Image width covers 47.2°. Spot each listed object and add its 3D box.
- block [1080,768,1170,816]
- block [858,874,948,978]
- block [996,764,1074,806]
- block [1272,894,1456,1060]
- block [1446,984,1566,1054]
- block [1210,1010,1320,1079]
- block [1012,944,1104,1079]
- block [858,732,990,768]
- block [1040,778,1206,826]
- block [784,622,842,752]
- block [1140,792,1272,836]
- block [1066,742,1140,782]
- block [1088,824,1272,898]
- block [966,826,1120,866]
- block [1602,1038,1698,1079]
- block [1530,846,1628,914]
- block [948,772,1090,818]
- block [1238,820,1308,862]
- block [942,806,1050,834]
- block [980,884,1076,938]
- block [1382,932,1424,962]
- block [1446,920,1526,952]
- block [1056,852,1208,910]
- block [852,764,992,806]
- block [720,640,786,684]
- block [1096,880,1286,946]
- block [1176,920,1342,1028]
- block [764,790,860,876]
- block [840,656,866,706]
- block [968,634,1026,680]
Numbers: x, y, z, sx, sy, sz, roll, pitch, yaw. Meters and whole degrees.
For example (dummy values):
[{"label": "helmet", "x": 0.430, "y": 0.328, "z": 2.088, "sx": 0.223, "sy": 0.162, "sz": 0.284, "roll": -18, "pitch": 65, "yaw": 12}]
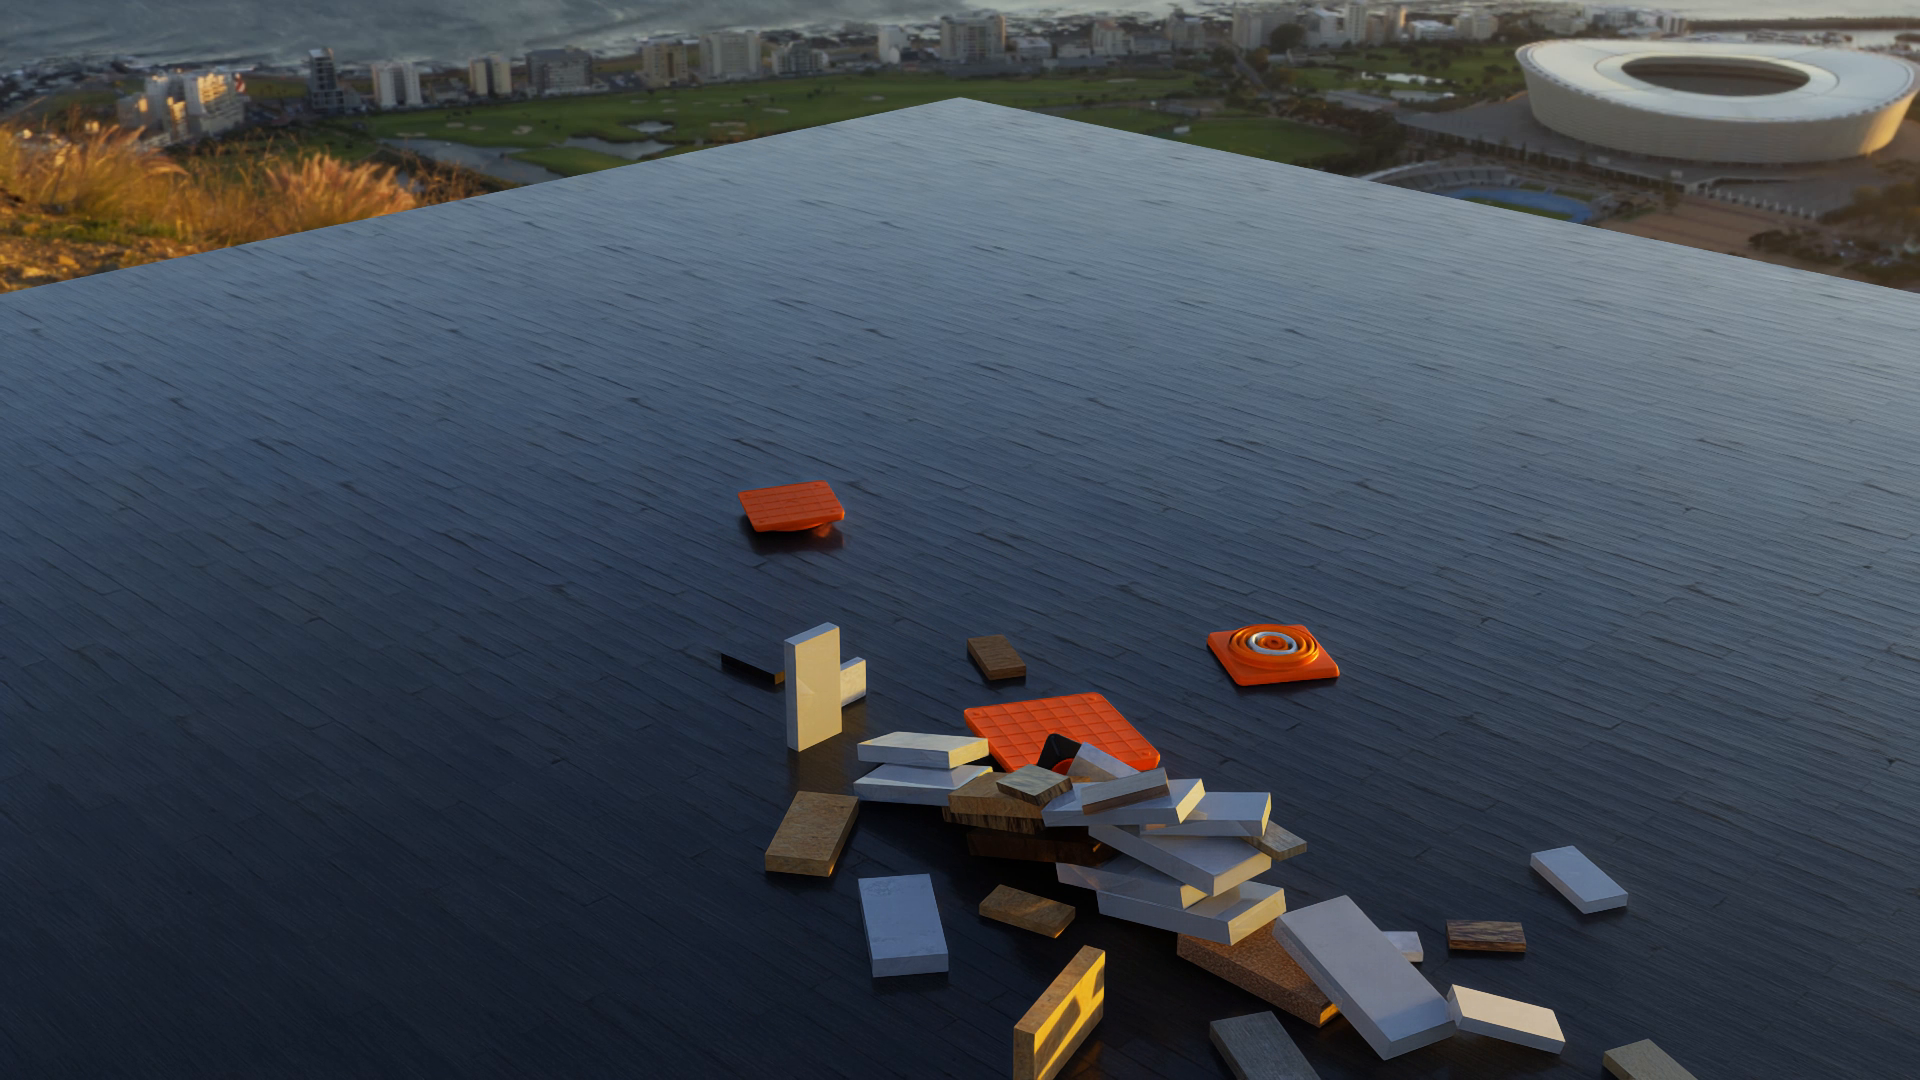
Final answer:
[{"label": "block", "x": 0.303, "y": 0.462, "z": 4.041, "sx": 0.160, "sy": 0.023, "sz": 0.080, "roll": -15, "pitch": 16, "yaw": 6}, {"label": "block", "x": -0.107, "y": 0.707, "z": 4.046, "sx": 0.135, "sy": 0.038, "sz": 0.271, "roll": -3, "pitch": 23, "yaw": -7}, {"label": "block", "x": 0.141, "y": 0.468, "z": 4.205, "sx": 0.080, "sy": 0.023, "sz": 0.160, "roll": -25, "pitch": 15, "yaw": -22}, {"label": "block", "x": 0.702, "y": 0.755, "z": 3.817, "sx": 0.159, "sy": 0.045, "sz": 0.318, "roll": -10, "pitch": 39, "yaw": -30}, {"label": "block", "x": 0.928, "y": 0.815, "z": 3.742, "sx": 0.184, "sy": 0.026, "sz": 0.092, "roll": 15, "pitch": 22, "yaw": -6}, {"label": "block", "x": 0.512, "y": 0.871, "z": 3.667, "sx": 0.112, "sy": 0.032, "sz": 0.225, "roll": -7, "pitch": 24, "yaw": -15}, {"label": "block", "x": 0.167, "y": 0.808, "z": 3.684, "sx": 0.038, "sy": 0.135, "sz": 0.271, "roll": 12, "pitch": 26, "yaw": 26}, {"label": "block", "x": -0.078, "y": 0.436, "z": 4.580, "sx": 0.252, "sy": 0.036, "sz": 0.126, "roll": 0, "pitch": 8, "yaw": 40}, {"label": "block", "x": 0.300, "y": 0.486, "z": 4.065, "sx": 0.286, "sy": 0.032, "sz": 0.112, "roll": -6, "pitch": 19, "yaw": 34}, {"label": "block", "x": -0.314, "y": 0.314, "z": 4.699, "sx": 0.036, "sy": 0.252, "sz": 0.126, "roll": 21, "pitch": 30, "yaw": 40}, {"label": "block", "x": 0.451, "y": 0.503, "z": 4.039, "sx": 0.225, "sy": 0.032, "sz": 0.113, "roll": -2, "pitch": 20, "yaw": 16}, {"label": "block", "x": 0.333, "y": 0.505, "z": 4.268, "sx": 0.271, "sy": 0.135, "sz": 0.038, "roll": 29, "pitch": 49, "yaw": 6}, {"label": "block", "x": 0.403, "y": 0.554, "z": 4.050, "sx": 0.156, "sy": 0.044, "sz": 0.311, "roll": -18, "pitch": 27, "yaw": -39}, {"label": "block", "x": 0.182, "y": 0.569, "z": 4.247, "sx": 0.311, "sy": 0.044, "sz": 0.156, "roll": -2, "pitch": 15, "yaw": 41}, {"label": "block", "x": 1.156, "y": 0.894, "z": 3.621, "sx": 0.092, "sy": 0.026, "sz": 0.184, "roll": -10, "pitch": 25, "yaw": -21}, {"label": "block", "x": 1.181, "y": 0.648, "z": 4.201, "sx": 0.092, "sy": 0.026, "sz": 0.185, "roll": -8, "pitch": 24, "yaw": -17}, {"label": "block", "x": 0.116, "y": 0.496, "z": 4.279, "sx": 0.258, "sy": 0.037, "sz": 0.129, "roll": -2, "pitch": 14, "yaw": 41}, {"label": "block", "x": 0.559, "y": 0.540, "z": 3.998, "sx": 0.068, "sy": 0.019, "sz": 0.136, "roll": -13, "pitch": 24, "yaw": -31}, {"label": "block", "x": 0.098, "y": 0.527, "z": 4.334, "sx": 0.129, "sy": 0.037, "sz": 0.258, "roll": -21, "pitch": 14, "yaw": -40}, {"label": "block", "x": 0.125, "y": 0.692, "z": 4.101, "sx": 0.160, "sy": 0.023, "sz": 0.080, "roll": 13, "pitch": 26, "yaw": 27}, {"label": "block", "x": 0.767, "y": 0.738, "z": 3.996, "sx": 0.136, "sy": 0.019, "sz": 0.068, "roll": 0, "pitch": 23, "yaw": 1}, {"label": "block", "x": 0.962, "y": 0.725, "z": 4.028, "sx": 0.136, "sy": 0.019, "sz": 0.068, "roll": 2, "pitch": 23, "yaw": 4}, {"label": "block", "x": 0.346, "y": 0.615, "z": 4.111, "sx": 0.156, "sy": 0.044, "sz": 0.311, "roll": -21, "pitch": 17, "yaw": -41}, {"label": "block", "x": -0.074, "y": 0.494, "z": 4.464, "sx": 0.258, "sy": 0.037, "sz": 0.129, "roll": -1, "pitch": 15, "yaw": 35}, {"label": "block", "x": -0.457, "y": 0.281, "z": 5.066, "sx": 0.176, "sy": 0.025, "sz": 0.088, "roll": 19, "pitch": 29, "yaw": 37}, {"label": "block", "x": 0.423, "y": 0.664, "z": 4.045, "sx": 0.159, "sy": 0.045, "sz": 0.318, "roll": -21, "pitch": 17, "yaw": -40}, {"label": "block", "x": 0.562, "y": 0.753, "z": 3.928, "sx": 0.318, "sy": 0.045, "sz": 0.159, "roll": 21, "pitch": 31, "yaw": 40}, {"label": "block", "x": -0.291, "y": 0.579, "z": 4.350, "sx": 0.126, "sy": 0.036, "sz": 0.252, "roll": 4, "pitch": 23, "yaw": 10}, {"label": "block", "x": -0.279, "y": 0.330, "z": 4.870, "sx": 0.025, "sy": 0.088, "sz": 0.175, "roll": 19, "pitch": 30, "yaw": 38}, {"label": "block", "x": 0.084, "y": 0.270, "z": 5.092, "sx": 0.088, "sy": 0.025, "sz": 0.175, "roll": -7, "pitch": 24, "yaw": -15}]
